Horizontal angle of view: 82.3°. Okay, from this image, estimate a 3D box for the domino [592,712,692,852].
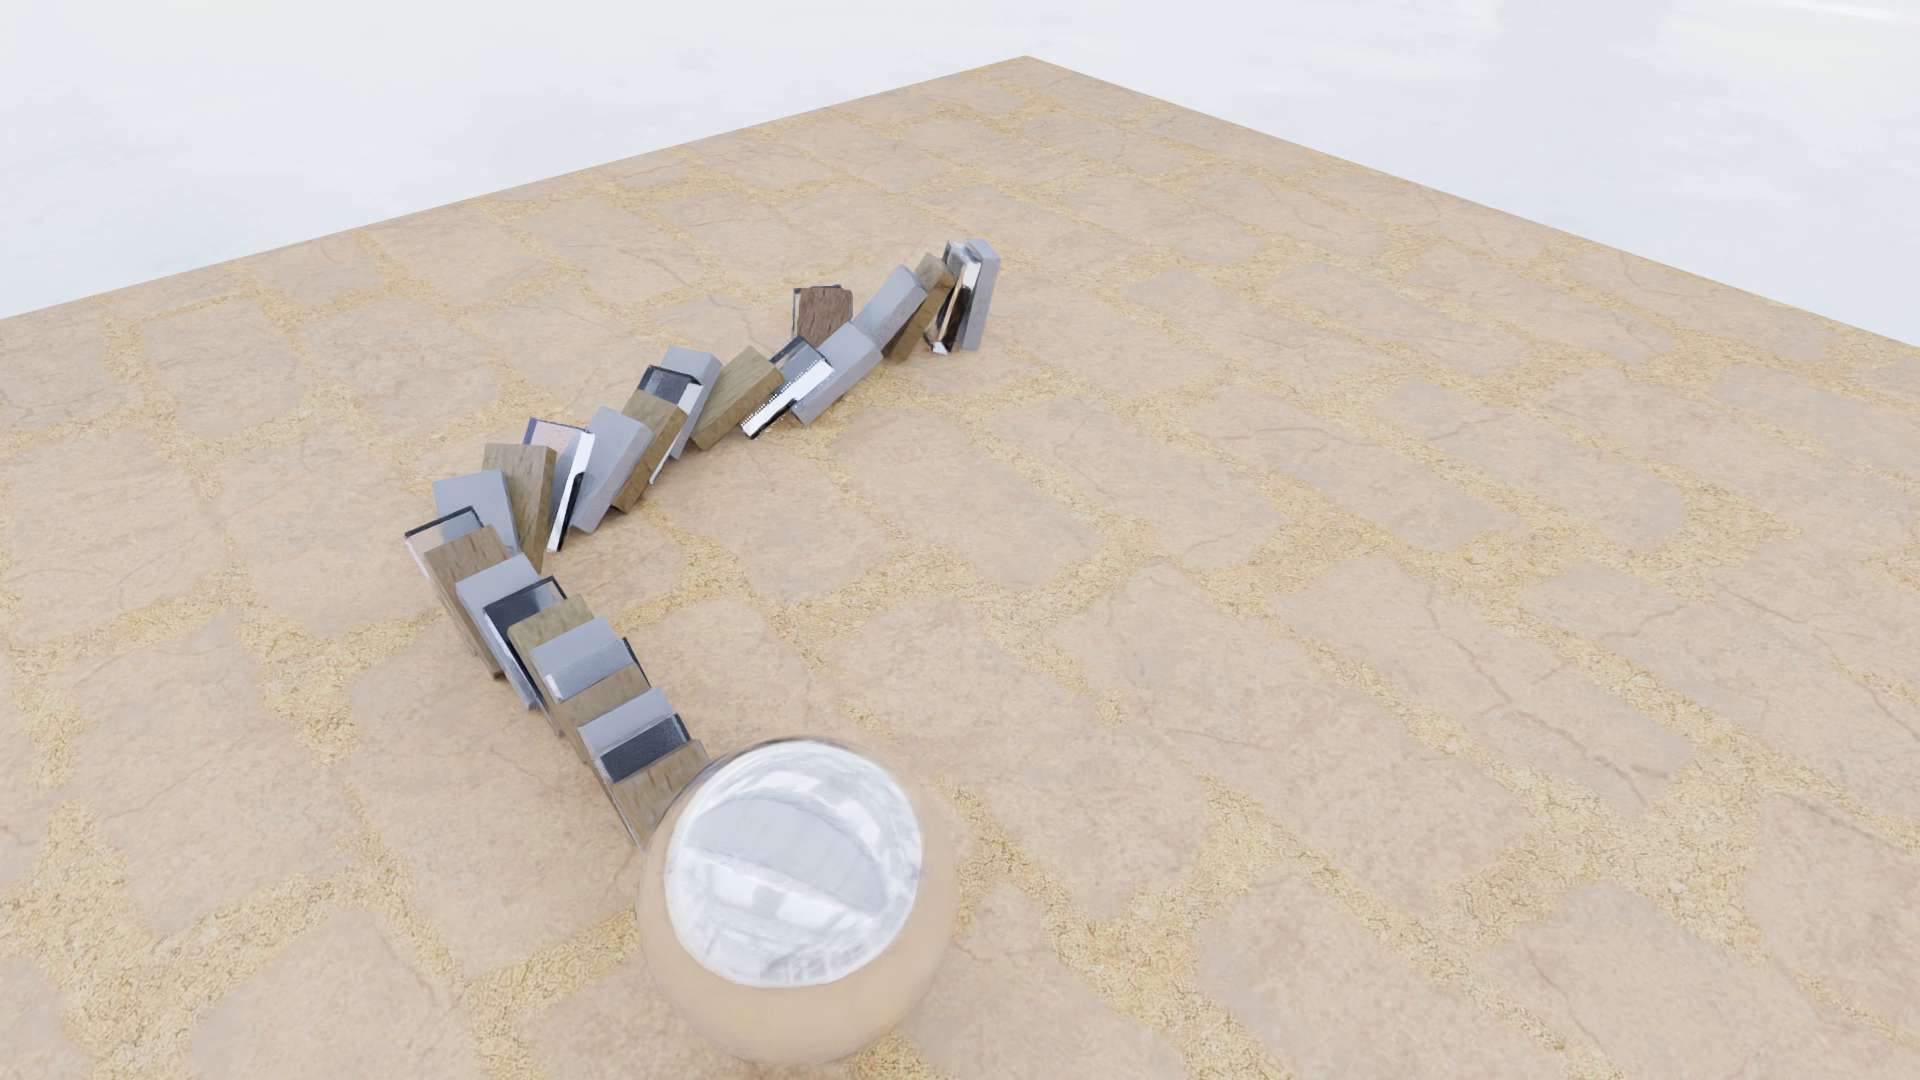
[{"bbox_3d":[-0.083,0.079,0.321,0.025,0.050,0.010,-29,5,-31],"label":"domino"}]

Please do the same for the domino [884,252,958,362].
[{"bbox_3d":[-0.023,-0.118,0.559,0.009,0.050,0.025,20,27,-35],"label":"domino"}]

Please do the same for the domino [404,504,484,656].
[{"bbox_3d":[-0.179,0.015,0.404,0.025,0.010,0.050,-30,83,-31],"label":"domino"}]

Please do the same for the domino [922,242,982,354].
[{"bbox_3d":[-0.006,-0.123,0.562,0.010,0.050,0.025,4,35,-27],"label":"domino"}]

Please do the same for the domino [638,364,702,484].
[{"bbox_3d":[-0.136,-0.051,0.485,0.025,0.009,0.050,16,74,24],"label":"domino"}]

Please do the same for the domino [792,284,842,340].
[{"bbox_3d":[-0.072,-0.108,0.562,0.025,0.010,0.050,-5,57,2],"label":"domino"}]

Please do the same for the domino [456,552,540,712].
[{"bbox_3d":[-0.152,0.032,0.385,0.025,0.010,0.050,-29,79,-31],"label":"domino"}]

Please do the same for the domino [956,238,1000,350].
[{"bbox_3d":[0.006,-0.126,0.565,0.009,0.050,0.025,-2,37,-23],"label":"domino"}]

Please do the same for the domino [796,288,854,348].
[{"bbox_3d":[-0.067,-0.099,0.542,0.025,0.009,0.050,3,76,4],"label":"domino"}]

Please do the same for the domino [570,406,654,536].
[{"bbox_3d":[-0.152,-0.029,0.460,0.025,0.010,0.050,23,77,26],"label":"domino"}]

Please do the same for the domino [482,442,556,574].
[{"bbox_3d":[-0.177,-0.013,0.435,0.025,0.010,0.050,3,80,4],"label":"domino"}]

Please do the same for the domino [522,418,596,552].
[{"bbox_3d":[-0.169,-0.023,0.447,0.025,0.010,0.050,12,81,14],"label":"domino"}]

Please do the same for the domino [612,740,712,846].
[{"bbox_3d":[-0.075,0.085,0.313,0.025,0.050,0.010,-29,5,-31],"label":"domino"}]

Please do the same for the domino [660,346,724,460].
[{"bbox_3d":[-0.130,-0.063,0.499,0.025,0.010,0.050,14,73,24],"label":"domino"}]

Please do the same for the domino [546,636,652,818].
[{"bbox_3d":[-0.106,0.059,0.345,0.025,0.050,0.010,-28,5,-31],"label":"domino"}]

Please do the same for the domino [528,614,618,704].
[{"bbox_3d":[-0.115,0.052,0.356,0.025,0.009,0.050,-29,87,-31],"label":"domino"}]

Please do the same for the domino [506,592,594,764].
[{"bbox_3d":[-0.126,0.046,0.365,0.025,0.010,0.050,-30,85,-31],"label":"domino"}]

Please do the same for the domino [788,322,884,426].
[{"bbox_3d":[-0.063,-0.079,0.522,0.050,0.009,0.025,-43,55,-7],"label":"domino"}]

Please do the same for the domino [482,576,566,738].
[{"bbox_3d":[-0.138,0.039,0.376,0.025,0.010,0.050,-30,79,-31],"label":"domino"}]

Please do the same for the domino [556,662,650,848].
[{"bbox_3d":[-0.099,0.066,0.336,0.025,0.050,0.010,-31,6,-31],"label":"domino"}]

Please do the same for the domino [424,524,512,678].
[{"bbox_3d":[-0.168,0.022,0.395,0.025,0.010,0.050,-30,83,-31],"label":"domino"}]

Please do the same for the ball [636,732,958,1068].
[{"bbox_3d":[-0.041,0.089,0.279,0.080,0.080,0.080,0,39,0],"label":"ball"}]

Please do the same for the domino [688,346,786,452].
[{"bbox_3d":[-0.107,-0.066,0.507,0.050,0.010,0.025,-43,51,-8],"label":"domino"}]

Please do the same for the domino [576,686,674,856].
[{"bbox_3d":[-0.091,0.072,0.329,0.025,0.050,0.009,-28,4,-31],"label":"domino"}]

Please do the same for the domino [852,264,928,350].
[{"bbox_3d":[-0.039,-0.113,0.555,0.009,0.050,0.025,30,21,-38],"label":"domino"}]

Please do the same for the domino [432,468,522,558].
[{"bbox_3d":[-0.183,0.000,0.420,0.025,0.009,0.050,-14,79,-13],"label":"domino"}]

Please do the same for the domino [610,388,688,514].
[{"bbox_3d":[-0.140,-0.038,0.470,0.025,0.009,0.050,23,77,26],"label":"domino"}]

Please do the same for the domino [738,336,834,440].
[{"bbox_3d":[-0.086,-0.072,0.514,0.050,0.010,0.025,-42,51,-6],"label":"domino"}]
